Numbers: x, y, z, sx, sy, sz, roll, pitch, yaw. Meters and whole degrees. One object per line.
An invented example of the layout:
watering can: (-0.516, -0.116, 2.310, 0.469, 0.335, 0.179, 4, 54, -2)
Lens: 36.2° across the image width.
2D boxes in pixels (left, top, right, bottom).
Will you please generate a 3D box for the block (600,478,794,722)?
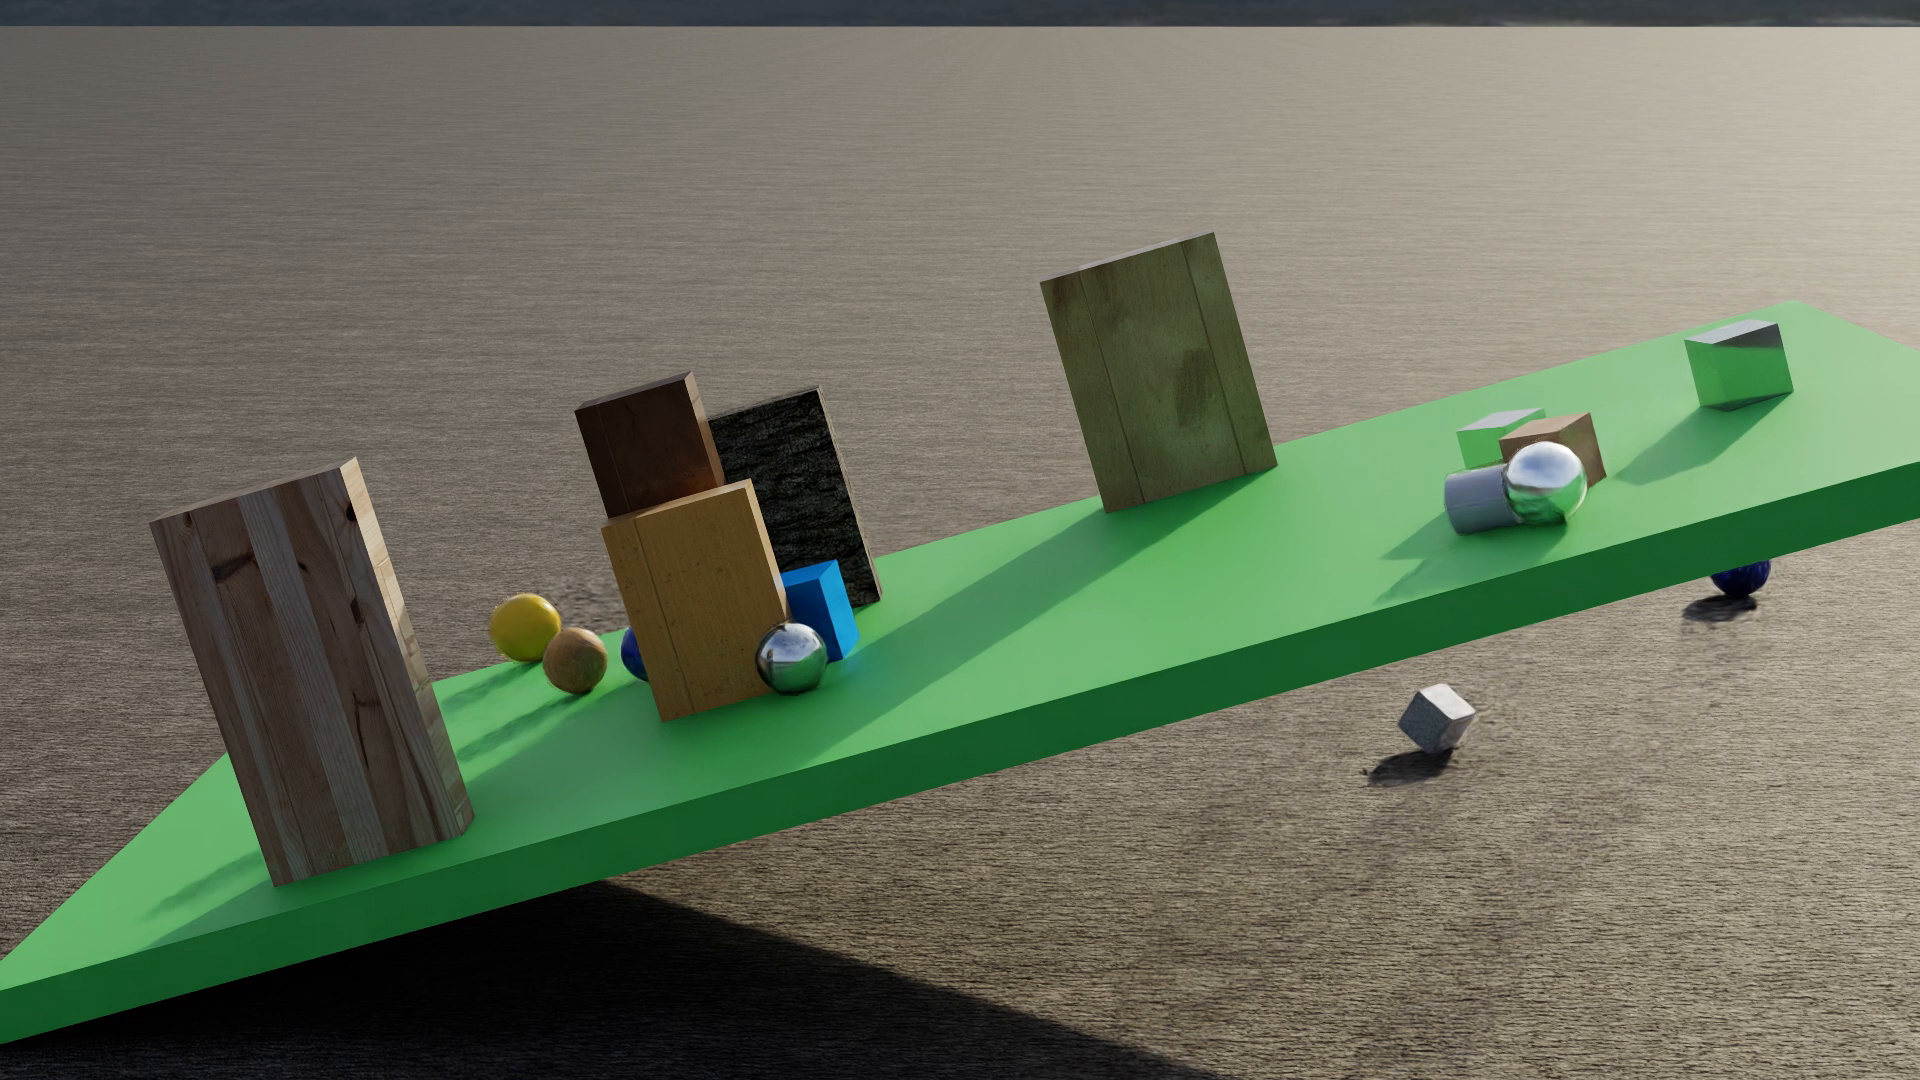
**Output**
block: (-0.529, 0.126, 6.128, 0.312, 0.428, 0.113, -16, 10, 5)

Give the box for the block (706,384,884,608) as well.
block: (-0.418, -0.064, 6.771, 0.347, 0.507, 0.104, -16, 10, 5)

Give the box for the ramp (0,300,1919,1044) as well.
ramp: (0.089, 0.187, 6.321, 4.000, 0.100, 2.000, -16, 10, 5)

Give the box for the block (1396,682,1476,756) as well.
block: (1.245, 0.466, 7.680, 0.122, 0.122, 0.122, -12, 47, -48)

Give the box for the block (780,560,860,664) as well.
block: (-0.343, 0.169, 6.309, 0.181, 0.181, 0.181, -14, 10, 12)

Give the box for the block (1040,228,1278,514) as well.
block: (0.471, -0.401, 6.987, 0.424, 0.574, 0.118, -16, 10, 5)

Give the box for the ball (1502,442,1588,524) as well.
ball: (1.100, -0.107, 5.532, 0.156, 0.156, 0.156, 0, 11, 0)

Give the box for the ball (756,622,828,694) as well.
ball: (-0.343, 0.241, 6.002, 0.148, 0.148, 0.148, 0, 11, 0)

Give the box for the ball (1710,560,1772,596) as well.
ball: (2.553, 0.082, 9.636, 0.202, 0.202, 0.202, 0, 11, 0)

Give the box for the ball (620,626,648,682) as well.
ball: (-0.687, 0.246, 6.566, 0.142, 0.142, 0.142, 0, 11, 0)

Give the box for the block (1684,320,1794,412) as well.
block: (1.624, -0.365, 6.134, 0.147, 0.147, 0.147, -18, 10, -6)

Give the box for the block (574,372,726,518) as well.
block: (-0.610, -0.013, 6.372, 0.246, 0.652, 0.140, -16, 10, 5)

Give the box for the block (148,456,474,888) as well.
block: (-1.240, 0.255, 5.652, 0.382, 0.743, 0.130, -16, 10, 5)

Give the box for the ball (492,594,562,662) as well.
ball: (-1.073, 0.218, 7.277, 0.171, 0.171, 0.171, 0, 11, 0)

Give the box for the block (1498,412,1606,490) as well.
block: (1.166, -0.161, 5.788, 0.134, 0.134, 0.134, -8, 13, 42)

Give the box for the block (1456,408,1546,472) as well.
block: (1.120, -0.185, 6.017, 0.129, 0.129, 0.129, -24, 12, -37)

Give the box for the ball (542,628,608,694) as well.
ball: (-0.877, 0.274, 6.702, 0.149, 0.149, 0.149, 0, 11, 0)
